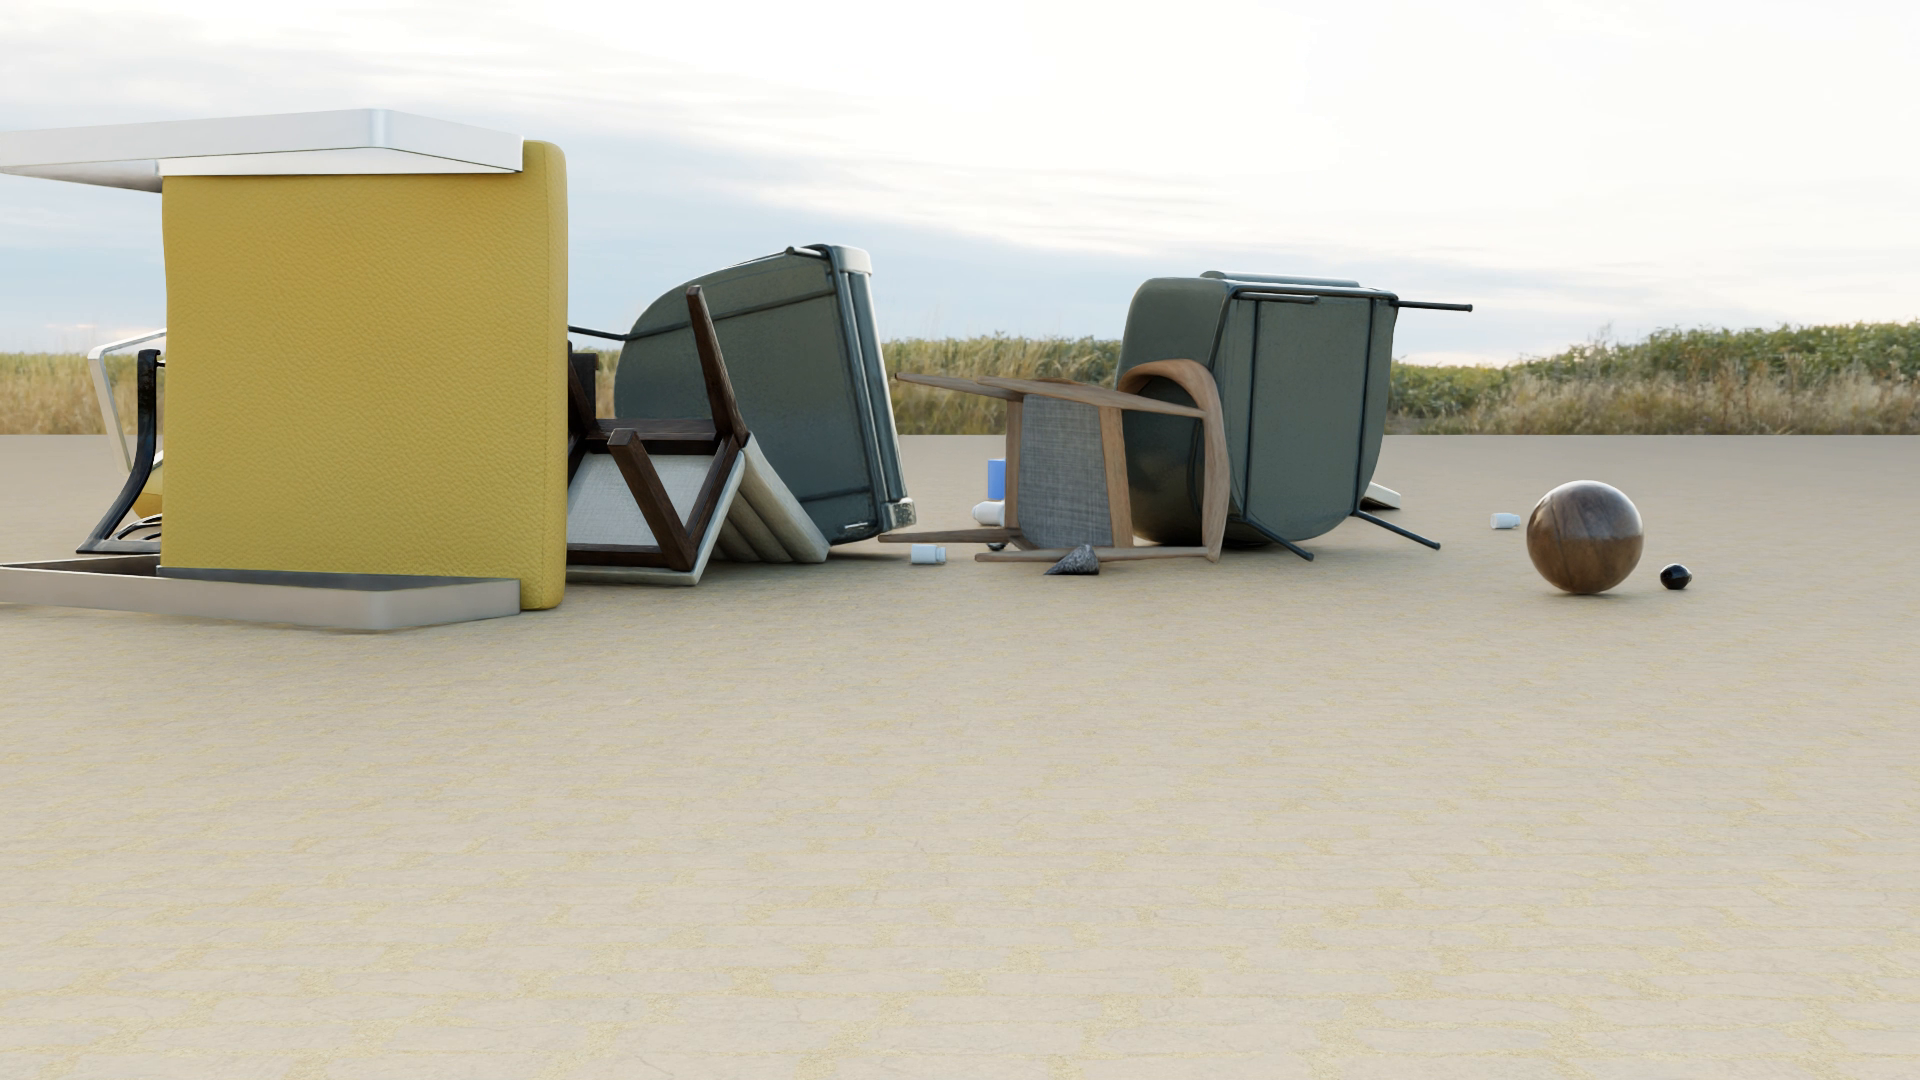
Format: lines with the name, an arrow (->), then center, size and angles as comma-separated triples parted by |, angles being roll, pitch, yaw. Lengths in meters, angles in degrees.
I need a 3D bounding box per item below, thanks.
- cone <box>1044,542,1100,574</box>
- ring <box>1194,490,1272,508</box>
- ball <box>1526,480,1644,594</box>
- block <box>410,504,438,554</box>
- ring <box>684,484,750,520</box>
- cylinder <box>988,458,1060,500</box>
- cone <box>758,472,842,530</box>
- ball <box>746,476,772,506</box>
cone -> 0.260, 0.064, 5.330 | 0.127, 0.081, 0.135 | -18, 9, -7
ring -> 1.041, -0.155, 8.376 | 0.352, 0.060, 0.218 | -2, 5, -34
ball -> 1.367, -0.006, 4.810 | 0.250, 0.250, 0.250 | 0, 4, 0
block -> -1.476, -0.031, 6.068 | 0.070, 0.126, 0.124 | -1, 4, -12
ring -> -0.836, -0.132, 7.572 | 0.244, 0.127, 0.186 | -1, 2, -36
cylinder -> 0.263, -0.251, 9.060 | 0.298, 0.157, 0.318 | 0, 4, -6
cone -> -0.485, -0.077, 6.994 | 0.256, 0.199, 0.256 | 22, 0, 5
ball -> -0.772, -0.188, 8.475 | 0.112, 0.112, 0.112 | 0, 4, 0
